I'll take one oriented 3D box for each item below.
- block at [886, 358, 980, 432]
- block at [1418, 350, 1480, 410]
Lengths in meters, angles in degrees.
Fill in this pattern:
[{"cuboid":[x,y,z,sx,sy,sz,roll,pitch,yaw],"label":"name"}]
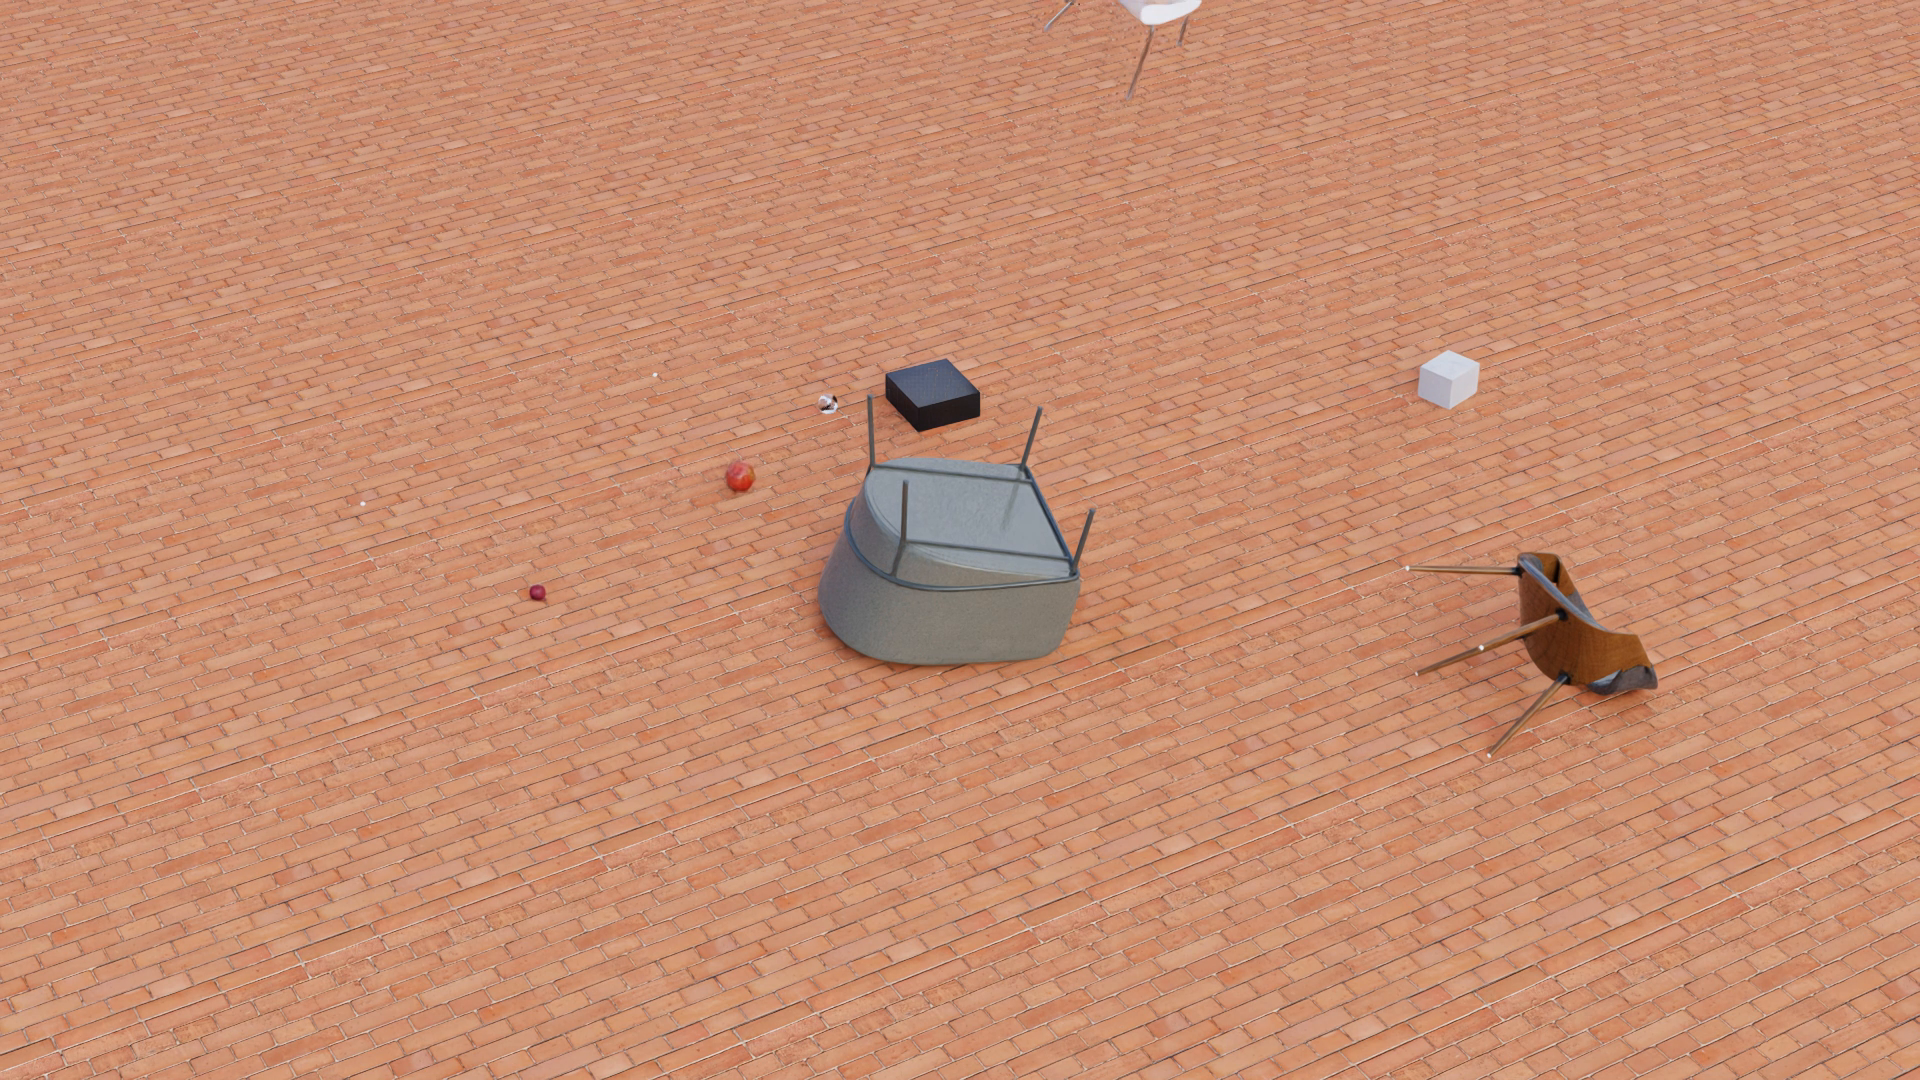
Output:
[{"cuboid":[-0.110,-0.580,11.722,0.274,0.113,0.301,-15,36,-22],"label":"block"},{"cuboid":[1.966,-0.645,11.800,0.156,0.136,0.187,28,42,35],"label":"block"}]
